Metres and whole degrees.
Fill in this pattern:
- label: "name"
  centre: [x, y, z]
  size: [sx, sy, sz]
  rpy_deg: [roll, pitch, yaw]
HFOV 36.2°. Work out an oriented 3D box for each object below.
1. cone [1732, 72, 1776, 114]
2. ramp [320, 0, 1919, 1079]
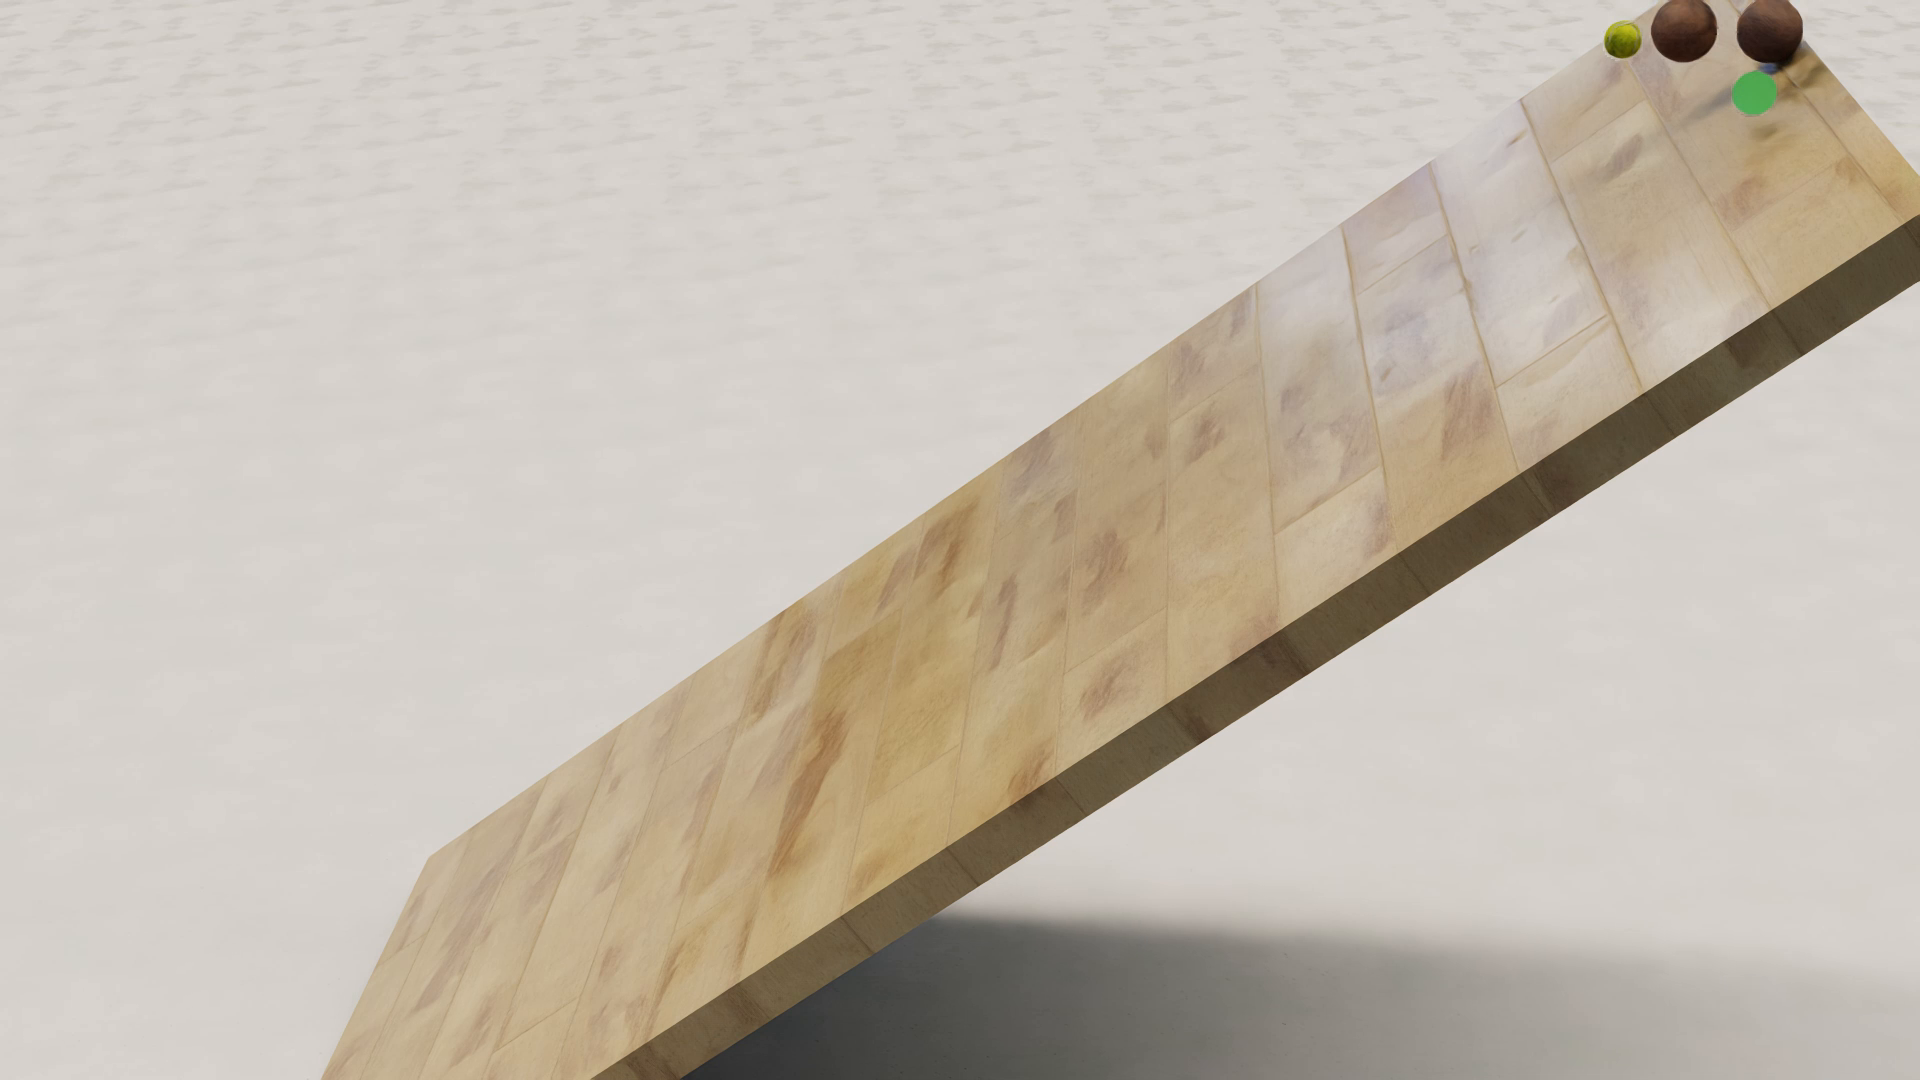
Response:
- label: "cone"
  centre: [1.514, -0.843, 5.585]
  size: [0.082, 0.082, 0.082]
  rpy_deg: [10, 3, 22]
- label: "ramp"
  centre: [0.127, 0.180, 6.325]
  size: [4.000, 0.100, 2.000]
  rpy_deg: [-35, 16, 17]
